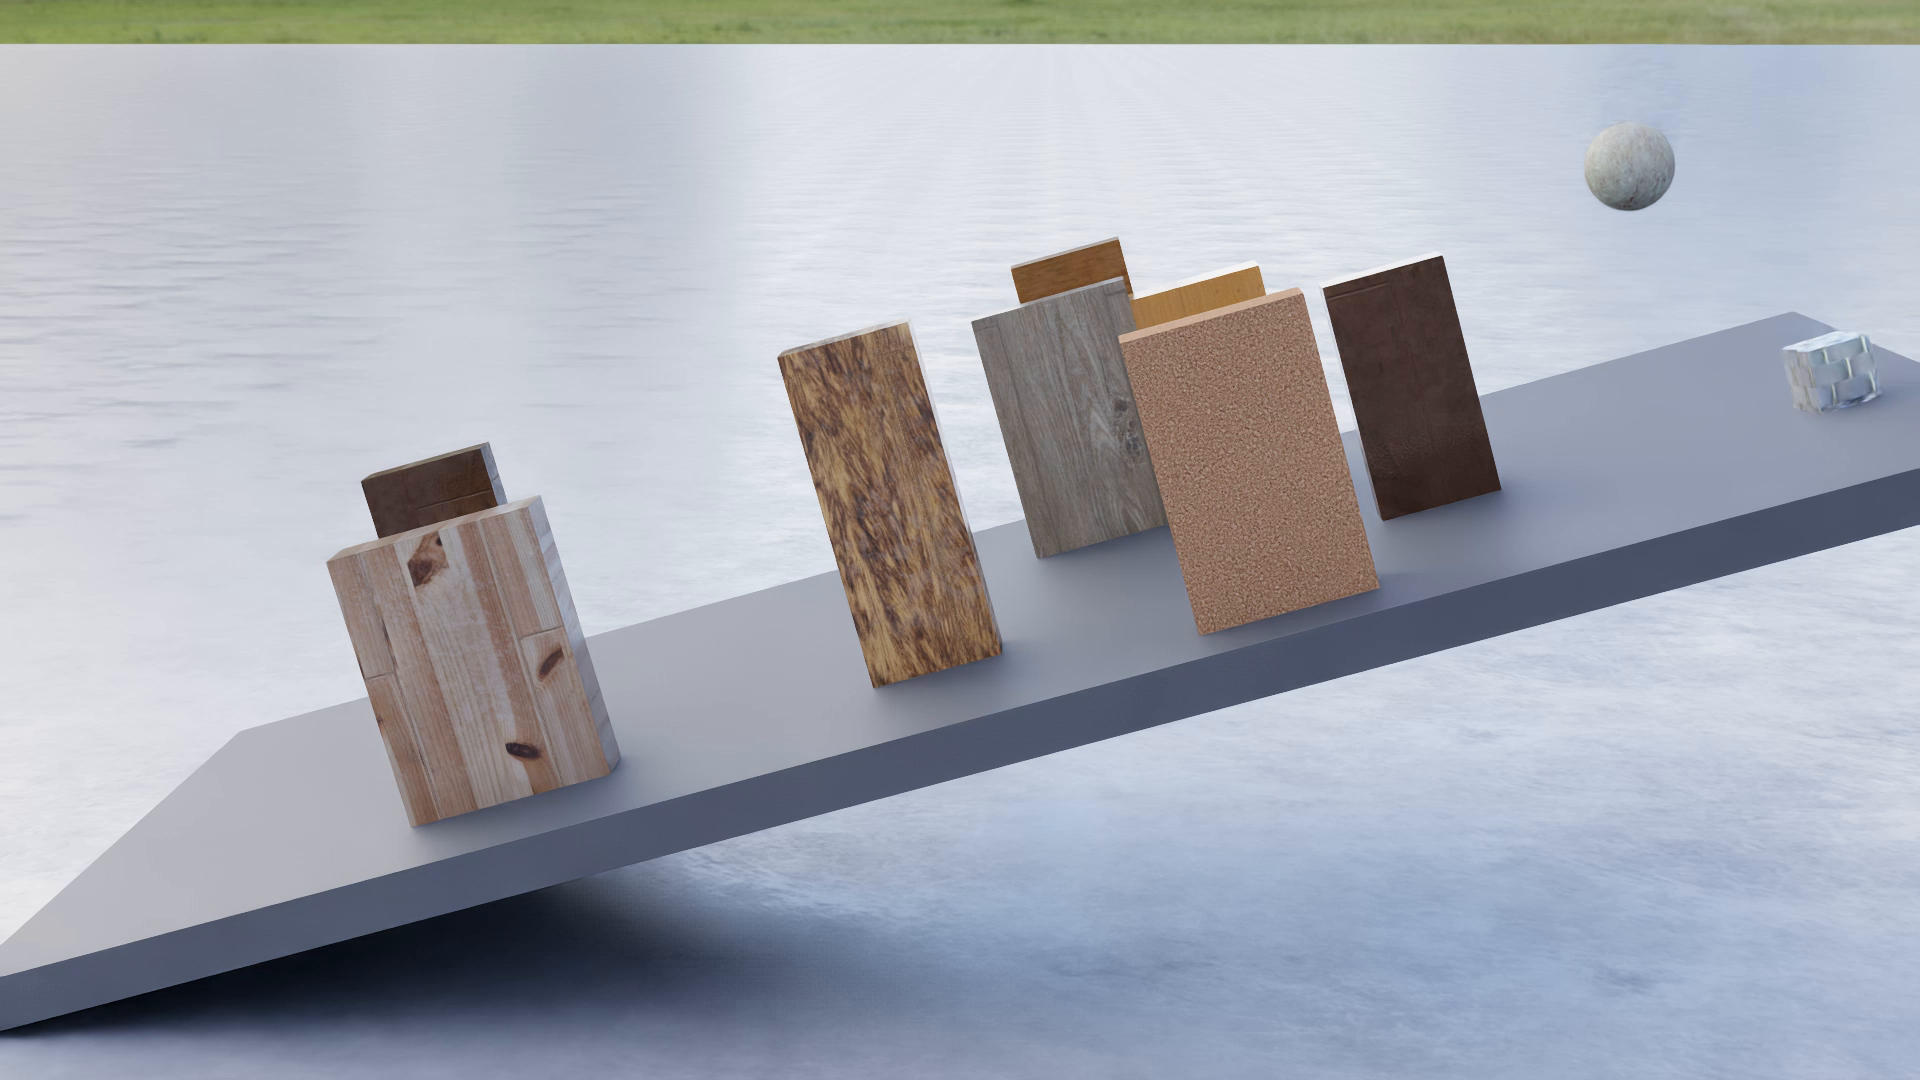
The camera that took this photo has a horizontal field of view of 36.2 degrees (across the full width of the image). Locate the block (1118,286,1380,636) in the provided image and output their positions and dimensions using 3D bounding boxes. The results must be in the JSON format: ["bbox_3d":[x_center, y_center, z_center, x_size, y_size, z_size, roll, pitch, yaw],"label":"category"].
[{"bbox_3d":[0.538,-0.147,5.490,0.346,0.568,0.129,-15,9,4],"label":"block"}]

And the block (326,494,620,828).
[{"bbox_3d":[-0.950,0.237,5.772,0.410,0.549,0.142,-15,9,4],"label":"block"}]

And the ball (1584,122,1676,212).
[{"bbox_3d":[1.343,-0.749,5.898,0.179,0.179,0.179,0,10,0],"label":"ball"}]

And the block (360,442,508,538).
[{"bbox_3d":[-1.062,0.128,6.356,0.269,0.625,0.099,-15,9,4],"label":"block"}]

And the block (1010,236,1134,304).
[{"bbox_3d":[0.333,-0.388,7.056,0.266,0.624,0.093,-15,9,4],"label":"block"}]

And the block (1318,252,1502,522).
[{"bbox_3d":[0.924,-0.316,6.047,0.251,0.498,0.099,-15,9,4],"label":"block"}]

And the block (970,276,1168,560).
[{"bbox_3d":[0.273,-0.278,6.699,0.357,0.564,0.086,-15,9,4],"label":"block"}]

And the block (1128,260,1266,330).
[{"bbox_3d":[0.555,-0.335,6.722,0.386,0.513,0.147,-15,9,4],"label":"block"}]

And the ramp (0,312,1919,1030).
[{"bbox_3d":[0.084,0.189,6.326,4.000,0.100,2.000,-15,9,4],"label":"ramp"}]

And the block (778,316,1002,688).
[{"bbox_3d":[-0.135,-0.075,5.829,0.264,0.683,0.119,-15,9,4],"label":"block"}]

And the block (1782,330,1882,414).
[{"bbox_3d":[1.757,-0.339,5.932,0.130,0.130,0.130,-17,9,-6],"label":"block"}]
